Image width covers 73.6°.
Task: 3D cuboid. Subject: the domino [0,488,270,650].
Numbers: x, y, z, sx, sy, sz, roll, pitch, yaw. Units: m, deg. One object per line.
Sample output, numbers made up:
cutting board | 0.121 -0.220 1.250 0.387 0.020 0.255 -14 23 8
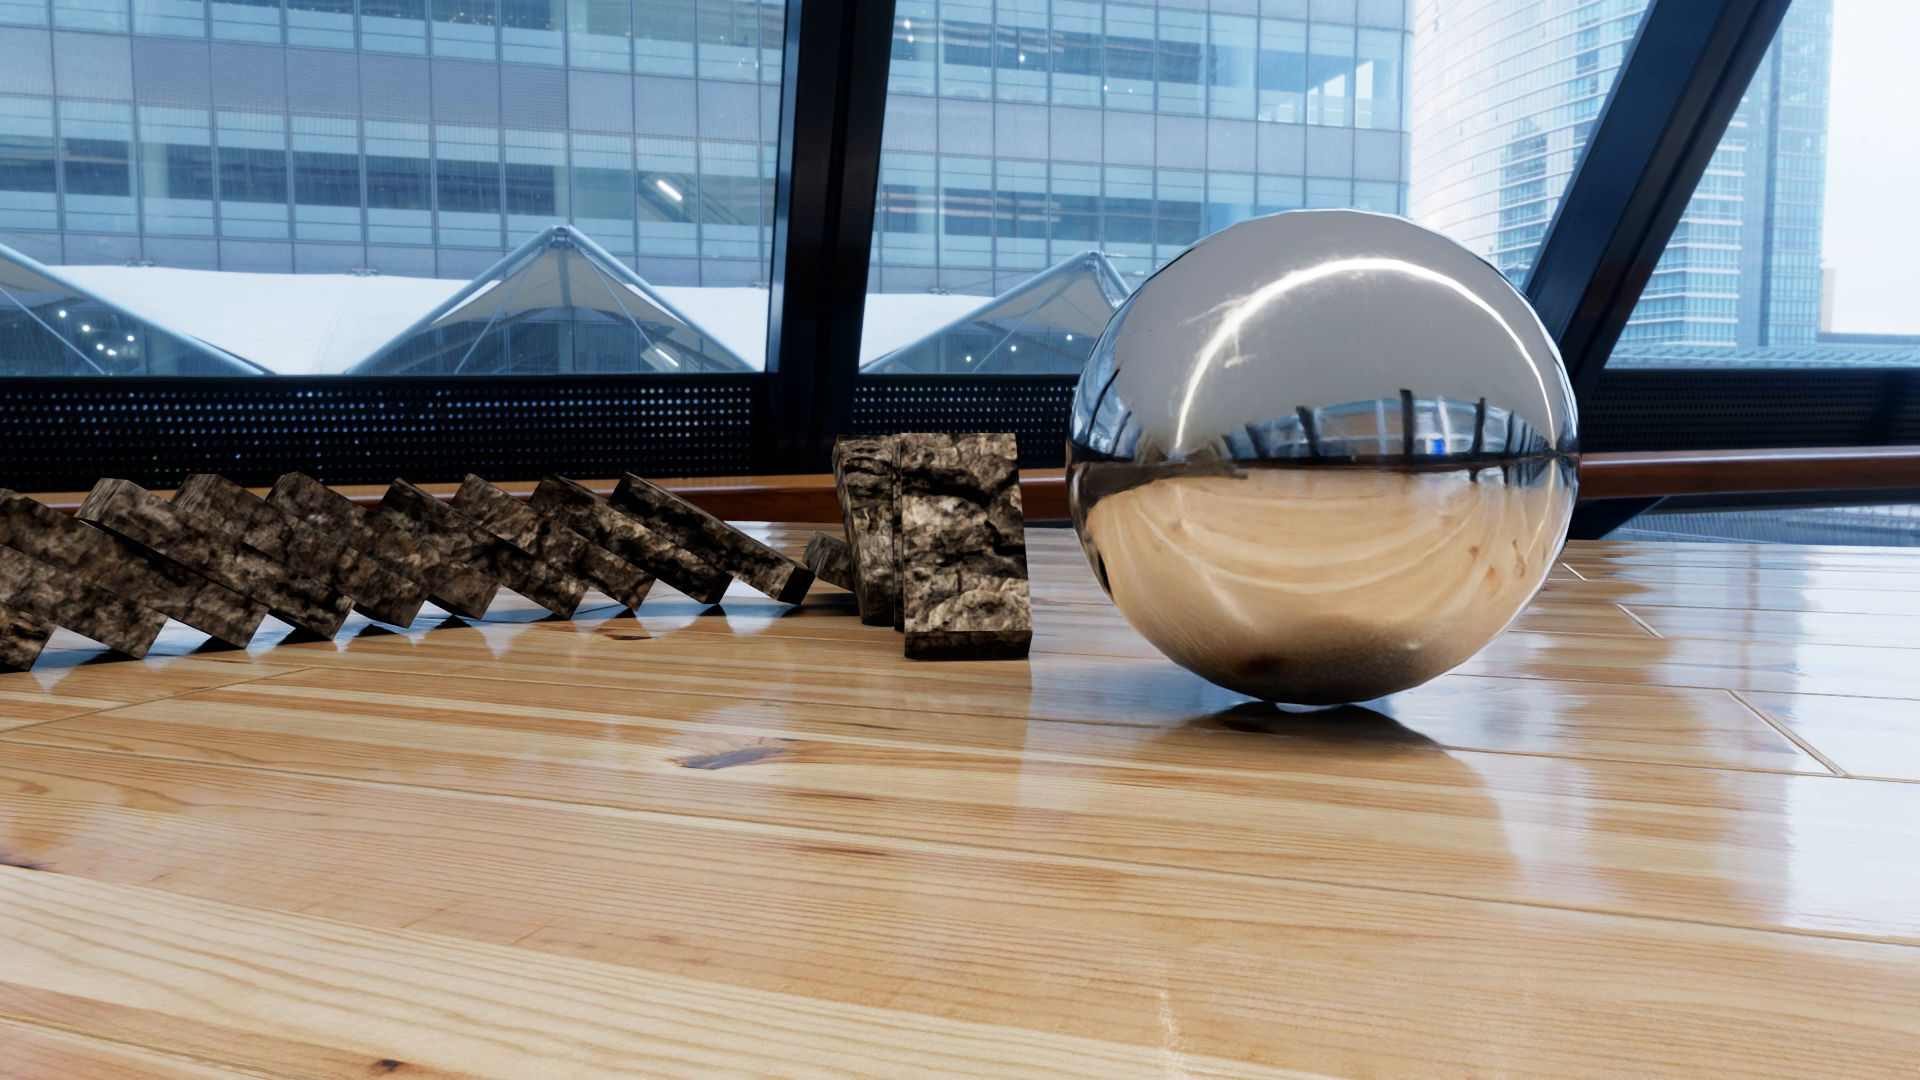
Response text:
domino | -0.170 0.006 0.261 0.025 0.010 0.050 4 -25 46

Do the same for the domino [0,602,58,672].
domino | -0.197 0.008 0.235 0.025 0.009 0.050 4 -24 46

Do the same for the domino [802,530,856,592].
domino | -0.027 0.008 0.342 0.025 0.009 0.050 22 0 -13

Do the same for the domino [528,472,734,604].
domino | -0.083 0.000 0.329 0.050 0.009 0.025 29 -3 0

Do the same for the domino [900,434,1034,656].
domino | 0.000 0.000 0.269 0.025 0.050 0.009 0 -35 -4

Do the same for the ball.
ball | 0.057 -0.013 0.209 0.080 0.080 0.080 0 4 0

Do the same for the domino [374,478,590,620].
domino | -0.116 0.002 0.313 0.050 0.009 0.025 32 -8 -20

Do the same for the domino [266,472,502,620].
domino | -0.135 0.002 0.298 0.050 0.009 0.025 36 -20 -30

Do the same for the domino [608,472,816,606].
domino | -0.063 0.000 0.329 0.050 0.010 0.025 29 -2 8

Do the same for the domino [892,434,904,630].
domino | -0.003 -0.003 0.305 0.025 0.050 0.009 0 -35 -4

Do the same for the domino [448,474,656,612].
domino | -0.101 0.001 0.320 0.050 0.010 0.025 32 -8 -16

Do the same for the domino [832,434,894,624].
domino | -0.015 -0.004 0.318 0.025 0.050 0.009 -1 -35 -18

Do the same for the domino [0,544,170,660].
domino | -0.184 0.007 0.248 0.025 0.009 0.050 5 -25 46

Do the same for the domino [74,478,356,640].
domino | -0.158 0.004 0.273 0.025 0.009 0.050 4 -27 46

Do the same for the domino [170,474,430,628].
domino | -0.146 0.003 0.285 0.025 0.009 0.050 3 -28 47
